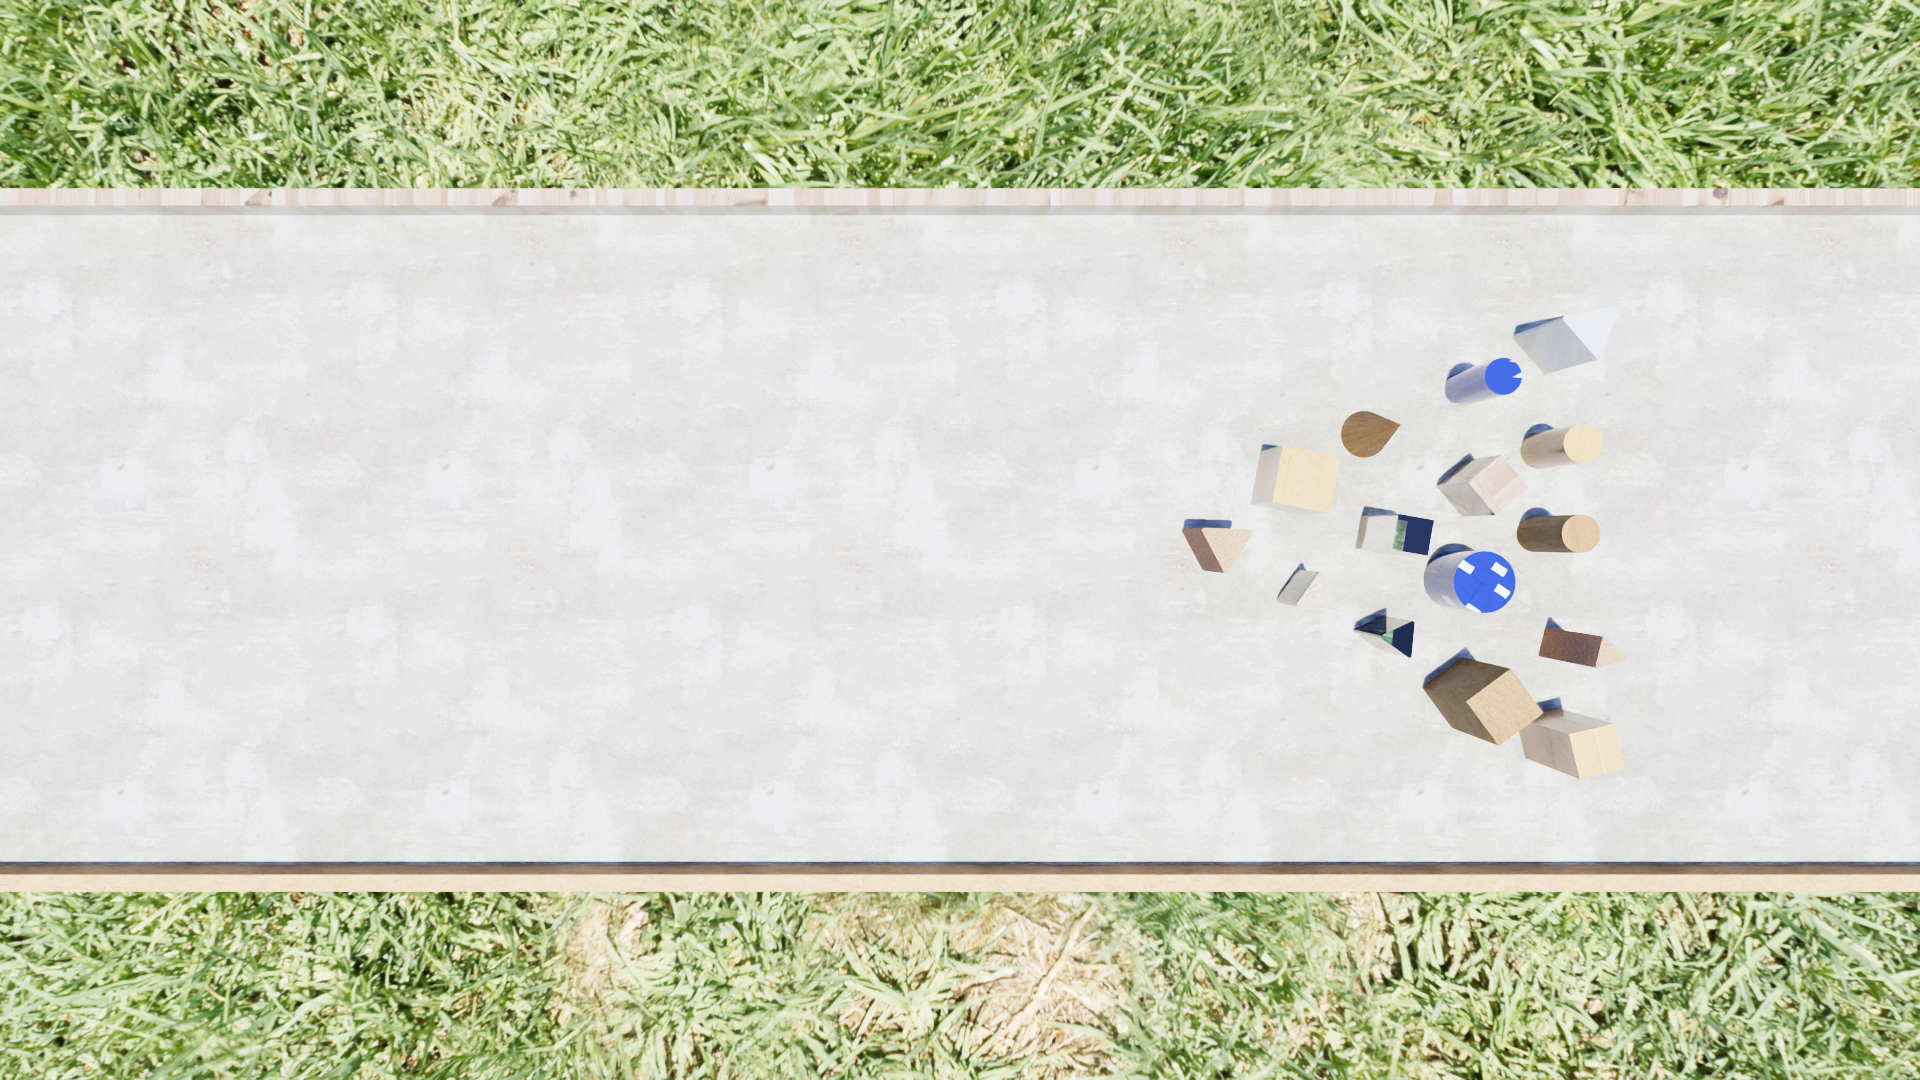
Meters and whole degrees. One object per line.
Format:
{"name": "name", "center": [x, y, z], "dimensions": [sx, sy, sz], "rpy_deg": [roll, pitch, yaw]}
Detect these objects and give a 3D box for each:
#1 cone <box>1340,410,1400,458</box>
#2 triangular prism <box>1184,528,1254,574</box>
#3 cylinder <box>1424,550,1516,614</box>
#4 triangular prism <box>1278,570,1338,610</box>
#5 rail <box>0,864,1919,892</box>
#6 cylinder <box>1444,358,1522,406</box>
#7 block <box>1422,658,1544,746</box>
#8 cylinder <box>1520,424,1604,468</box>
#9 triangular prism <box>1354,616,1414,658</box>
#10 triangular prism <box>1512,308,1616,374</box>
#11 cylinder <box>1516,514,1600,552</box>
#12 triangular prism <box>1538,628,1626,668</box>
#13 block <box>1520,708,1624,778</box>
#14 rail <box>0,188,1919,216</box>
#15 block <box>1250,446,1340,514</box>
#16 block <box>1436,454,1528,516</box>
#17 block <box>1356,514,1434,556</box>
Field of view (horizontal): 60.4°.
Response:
{"name": "cone", "center": [1.244, -0.325, 4.864], "dimensions": [0.144, 0.424, 0.144], "rpy_deg": [0, 90, 0]}
{"name": "triangular prism", "center": [0.737, 0.002, 4.866], "dimensions": [0.124, 0.421, 0.143], "rpy_deg": [32, 90, 0]}
{"name": "cylinder", "center": [1.515, 0.122, 4.919], "dimensions": [0.179, 0.315, 0.179], "rpy_deg": [0, 90, 0]}
{"name": "triangular prism", "center": [1.039, 0.143, 4.924], "dimensions": [0.120, 0.305, 0.104], "rpy_deg": [5, 90, 0]}
{"name": "rail", "center": [-2.247, 1.025, 5.001], "dimensions": [12.000, 0.150, 0.050], "rpy_deg": [0, 90, 0]}
{"name": "cylinder", "center": [1.543, -0.465, 4.880], "dimensions": [0.106, 0.393, 0.106], "rpy_deg": [0, 90, 0]}
{"name": "block", "center": [1.530, 0.470, 4.854], "dimensions": [0.156, 0.444, 0.156], "rpy_deg": [-36, 90, 0]}
{"name": "cylinder", "center": [1.781, -0.275, 4.894], "dimensions": [0.113, 0.364, 0.113], "rpy_deg": [0, 90, 0]}
{"name": "triangular prism", "center": [1.278, 0.271, 4.908], "dimensions": [0.106, 0.337, 0.091], "rpy_deg": [35, 90, 0]}
{"name": "triangular prism", "center": [1.803, -0.612, 4.864], "dimensions": [0.135, 0.426, 0.156], "rpy_deg": [-41, 90, 0]}
{"name": "cylinder", "center": [1.768, -0.018, 4.886], "dimensions": [0.110, 0.381, 0.110], "rpy_deg": [0, 90, 0]}
{"name": "triangular prism", "center": [1.813, 0.307, 4.848], "dimensions": [0.089, 0.457, 0.077], "rpy_deg": [-16, 90, 0]}
{"name": "block", "center": [1.788, 0.594, 4.853], "dimensions": [0.130, 0.447, 0.130], "rpy_deg": [-13, 90, 0]}
{"name": "rail", "center": [-2.247, -1.025, 5.002], "dimensions": [12.000, 0.150, 0.050], "rpy_deg": [0, 90, 0]}
{"name": "block", "center": [0.991, -0.175, 4.898], "dimensions": [0.167, 0.357, 0.167], "rpy_deg": [11, 90, 0]}
{"name": "block", "center": [1.552, -0.159, 4.916], "dimensions": [0.124, 0.321, 0.124], "rpy_deg": [-40, 90, 0]}
{"name": "block", "center": [1.275, -0.015, 4.859], "dimensions": [0.102, 0.435, 0.102], "rpy_deg": [10, 90, 0]}
